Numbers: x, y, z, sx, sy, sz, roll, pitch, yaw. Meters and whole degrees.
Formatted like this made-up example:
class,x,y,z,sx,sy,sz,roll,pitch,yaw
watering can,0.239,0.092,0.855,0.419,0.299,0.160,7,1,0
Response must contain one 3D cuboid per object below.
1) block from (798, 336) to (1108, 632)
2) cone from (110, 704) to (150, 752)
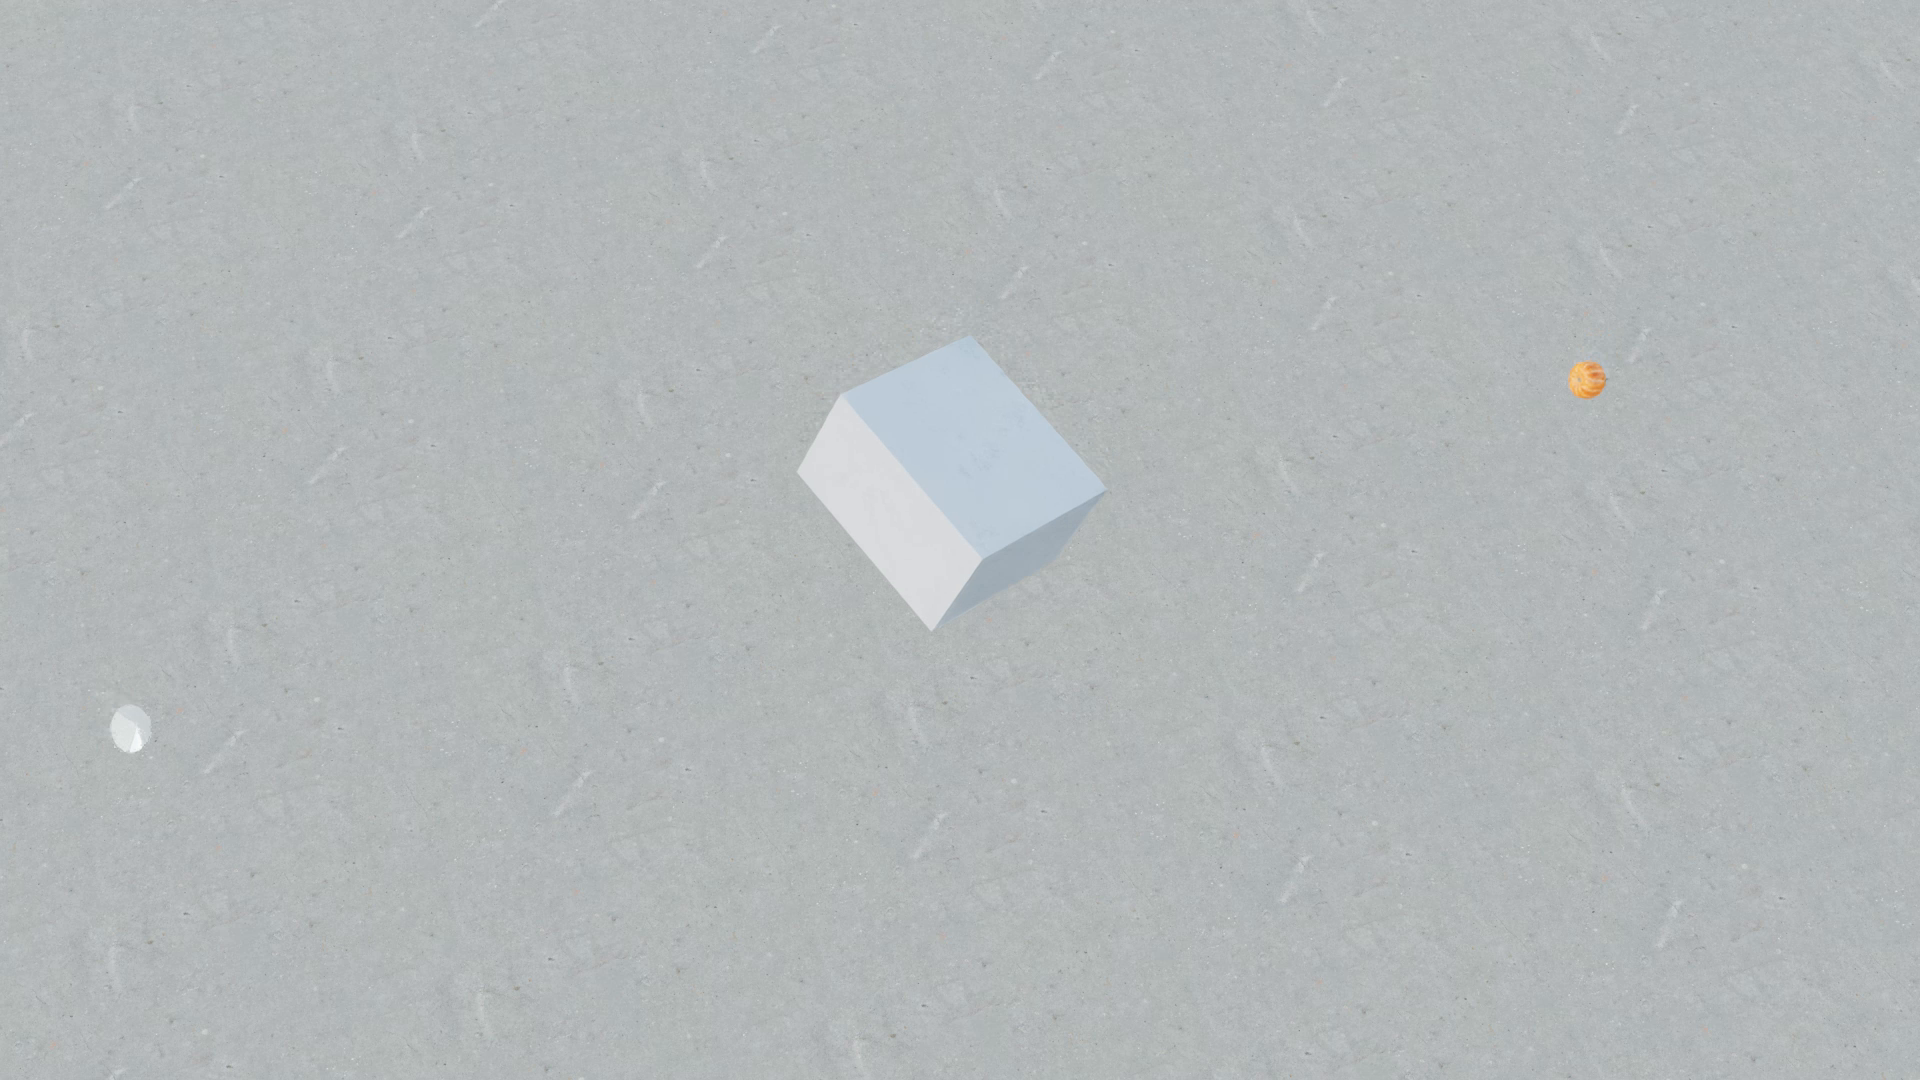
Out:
class,x,y,z,sx,sy,sz,roll,pitch,yaw
block,-0.012,-0.087,3.218,0.275,0.185,0.315,-29,72,-40
cone,-1.498,0.338,4.005,0.082,0.096,0.040,46,21,7
